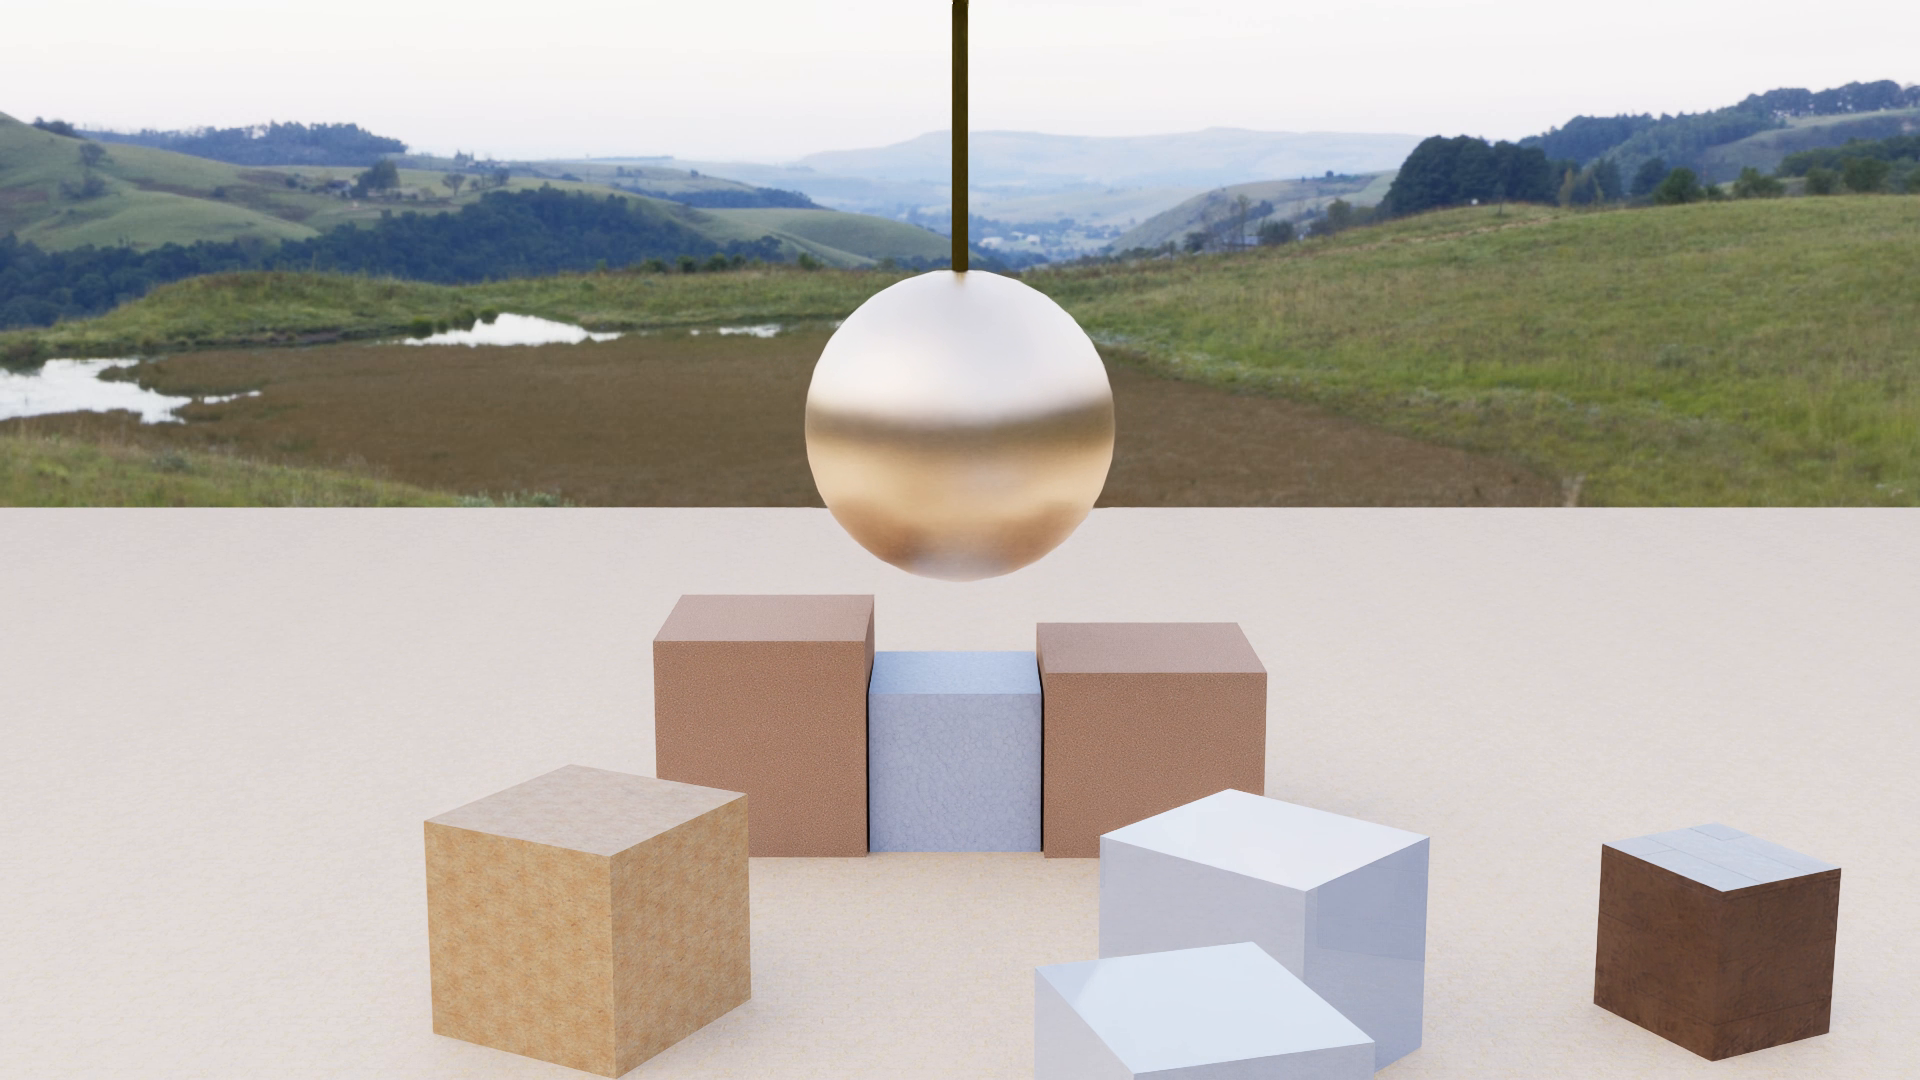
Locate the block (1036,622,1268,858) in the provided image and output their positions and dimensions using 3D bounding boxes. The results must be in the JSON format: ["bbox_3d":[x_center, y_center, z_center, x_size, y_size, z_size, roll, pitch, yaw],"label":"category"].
[{"bbox_3d":[0.956,1.010,11.370,1.082,0.944,1.133,0,10,0],"label":"block"}]

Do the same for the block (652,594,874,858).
[{"bbox_3d":[-0.978,0.934,11.357,1.032,1.099,1.114,0,10,0],"label":"block"}]

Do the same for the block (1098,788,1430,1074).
[{"bbox_3d":[1.176,1.565,8.559,0.943,0.859,0.852,9,14,42],"label":"block"}]

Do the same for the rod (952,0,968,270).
[{"bbox_3d":[0.000,-3.905,10.568,0.080,5.200,0.080,0,12,0],"label":"rod"}]

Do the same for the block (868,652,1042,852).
[{"bbox_3d":[-0.025,1.077,11.364,0.852,0.815,0.911,0,10,0],"label":"block"}]

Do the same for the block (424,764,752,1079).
[{"bbox_3d":[-1.482,1.499,8.858,0.908,0.881,0.909,6,12,28],"label":"block"}]

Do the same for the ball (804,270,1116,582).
[{"bbox_3d":[0.000,-0.585,11.299,1.600,1.600,1.600,0,10,0],"label":"ball"}]

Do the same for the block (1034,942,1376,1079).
[{"bbox_3d":[0.762,1.867,7.119,0.794,0.780,0.896,-3,11,-17],"label":"block"}]

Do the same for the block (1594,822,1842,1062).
[{"bbox_3d":[3.036,1.599,8.850,0.628,0.688,0.653,-5,11,-26],"label":"block"}]
